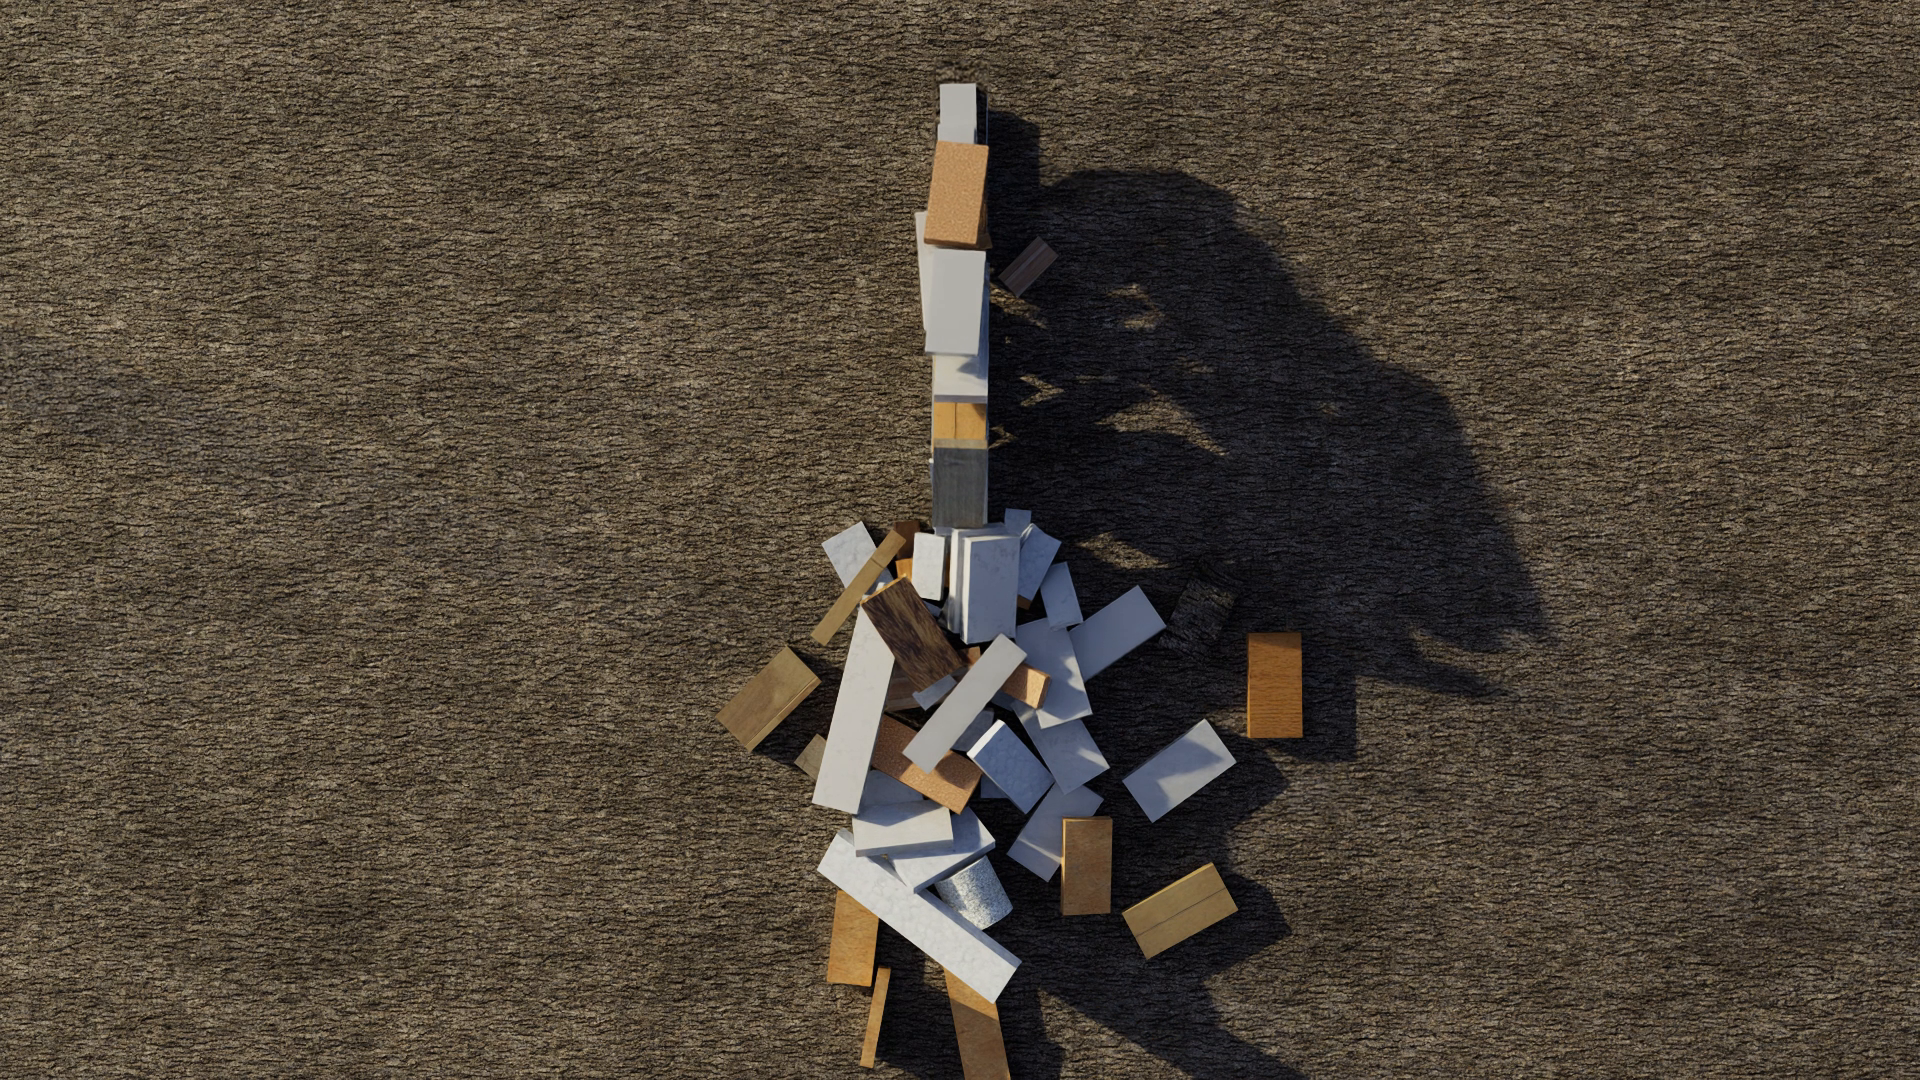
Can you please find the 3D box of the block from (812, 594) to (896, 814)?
[{"bbox_3d":[-0.323,0.535,5.395,0.153,0.043,0.697,13,85,9],"label":"block"}]

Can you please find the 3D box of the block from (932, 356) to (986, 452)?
[{"bbox_3d":[0.000,-0.436,5.182,0.164,0.046,0.328,1,80,0],"label":"block"}]

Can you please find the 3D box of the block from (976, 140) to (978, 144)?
[{"bbox_3d":[0.001,-1.161,5.228,0.114,0.032,0.229,-1,66,1],"label":"block"}]

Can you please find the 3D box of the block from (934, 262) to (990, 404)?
[{"bbox_3d":[0.008,-0.658,5.191,0.164,0.046,0.500,1,63,0],"label":"block"}]

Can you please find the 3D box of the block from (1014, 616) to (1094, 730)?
[{"bbox_3d":[0.302,0.430,5.409,0.173,0.049,0.347,-17,78,3],"label":"block"}]

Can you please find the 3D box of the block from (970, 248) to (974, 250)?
[{"bbox_3d":[0.001,-1.029,5.273,0.092,0.026,0.359,2,71,3],"label":"block"}]

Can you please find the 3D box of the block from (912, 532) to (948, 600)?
[{"bbox_3d":[-0.101,0.086,5.383,0.104,0.030,0.209,9,103,19],"label":"block"}]

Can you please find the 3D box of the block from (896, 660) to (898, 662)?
[{"bbox_3d":[-0.178,0.353,5.445,0.221,0.031,0.111,10,73,9],"label":"block"}]

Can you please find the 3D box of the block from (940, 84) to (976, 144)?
[{"bbox_3d":[-0.005,-1.339,5.248,0.114,0.032,0.229,-1,77,1],"label":"block"}]

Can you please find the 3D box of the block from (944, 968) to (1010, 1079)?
[{"bbox_3d":[0.133,1.996,5.479,0.147,0.042,1.428,-11,90,0],"label":"block"}]

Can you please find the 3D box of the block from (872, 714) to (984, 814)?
[{"bbox_3d":[-0.178,0.707,5.415,0.502,0.047,0.166,27,77,10],"label":"block"}]

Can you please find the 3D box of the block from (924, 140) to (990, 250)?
[{"bbox_3d":[-0.010,-1.072,5.116,0.162,0.046,0.325,7,78,3],"label":"block"}]

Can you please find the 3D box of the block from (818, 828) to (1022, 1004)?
[{"bbox_3d":[-0.138,1.218,5.361,0.722,0.049,0.172,35,119,12],"label":"block"}]

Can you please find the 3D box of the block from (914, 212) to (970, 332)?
[{"bbox_3d":[-0.044,-0.839,5.132,0.162,0.046,0.375,-5,82,3],"label":"block"}]

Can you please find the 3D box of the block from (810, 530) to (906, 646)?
[{"bbox_3d":[-0.335,0.158,5.448,0.060,0.017,0.442,38,90,0],"label":"block"}]

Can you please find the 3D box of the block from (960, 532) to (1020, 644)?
[{"bbox_3d":[0.097,0.156,5.337,0.175,0.050,0.350,-6,110,-24],"label":"block"}]

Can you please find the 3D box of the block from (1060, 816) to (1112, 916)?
[{"bbox_3d":[0.417,1.075,5.446,0.159,0.045,0.318,0,97,-10],"label":"block"}]

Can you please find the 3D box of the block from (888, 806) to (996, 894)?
[{"bbox_3d":[-0.061,1.010,5.381,0.318,0.045,0.159,-26,54,-22],"label":"block"}]

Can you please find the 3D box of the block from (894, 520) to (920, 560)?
[{"bbox_3d":[-0.169,0.037,5.488,0.086,0.024,0.200,-5,90,0],"label":"block"}]

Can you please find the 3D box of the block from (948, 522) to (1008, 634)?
[{"bbox_3d":[0.057,0.123,5.364,0.175,0.050,0.350,-6,110,-24],"label":"block"}]

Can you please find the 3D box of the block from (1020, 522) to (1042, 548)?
[{"bbox_3d":[0.207,0.060,5.455,0.109,0.031,0.218,43,85,-4],"label":"block"}]

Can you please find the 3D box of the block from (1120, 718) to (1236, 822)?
[{"bbox_3d":[0.725,0.765,5.476,0.344,0.049,0.172,-36,90,0],"label":"block"}]

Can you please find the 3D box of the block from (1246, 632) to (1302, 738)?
[{"bbox_3d":[1.043,0.480,5.475,0.173,0.049,0.346,-1,90,0],"label":"block"}]

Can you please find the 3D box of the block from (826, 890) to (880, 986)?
[{"bbox_3d":[-0.351,1.323,5.479,0.147,0.042,0.294,7,90,0],"label":"block"}]

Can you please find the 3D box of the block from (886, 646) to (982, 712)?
[{"bbox_3d":[-0.085,0.460,5.465,0.332,0.047,0.166,-9,88,3],"label":"block"}]

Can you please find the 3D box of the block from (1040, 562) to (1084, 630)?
[{"bbox_3d":[0.325,0.183,5.432,0.109,0.031,0.218,-14,60,0],"label":"block"}]

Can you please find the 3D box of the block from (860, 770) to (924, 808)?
[{"bbox_3d":[-0.253,0.819,5.447,0.247,0.035,0.124,-10,90,0],"label":"block"}]

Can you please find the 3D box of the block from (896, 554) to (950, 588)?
[{"bbox_3d":[-0.103,0.107,5.420,0.209,0.030,0.104,-7,97,22],"label":"block"}]

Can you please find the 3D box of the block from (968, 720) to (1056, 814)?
[{"bbox_3d":[0.170,0.742,5.390,0.153,0.043,0.307,-47,119,-12],"label":"block"}]

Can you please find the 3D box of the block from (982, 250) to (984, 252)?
[{"bbox_3d":[0.013,-0.756,5.199,0.095,0.027,0.390,5,64,2],"label":"block"}]

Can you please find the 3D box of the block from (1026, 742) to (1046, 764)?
[{"bbox_3d":[0.200,0.735,5.470,0.158,0.022,0.079,-22,90,-14],"label":"block"}]

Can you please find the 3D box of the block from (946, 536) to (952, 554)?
[{"bbox_3d":[-0.015,-0.119,5.356,0.129,0.037,0.481,1,116,0],"label":"block"}]

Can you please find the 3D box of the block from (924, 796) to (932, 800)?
[{"bbox_3d":[-0.111,0.792,5.482,0.248,0.035,0.124,19,90,0],"label":"block"}]

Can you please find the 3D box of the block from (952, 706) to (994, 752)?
[{"bbox_3d":[0.030,0.617,5.429,0.141,0.141,0.141,10,90,0],"label":"block"}]

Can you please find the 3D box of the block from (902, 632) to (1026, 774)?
[{"bbox_3d":[0.015,0.529,5.344,0.111,0.031,0.503,40,87,2],"label":"block"}]
